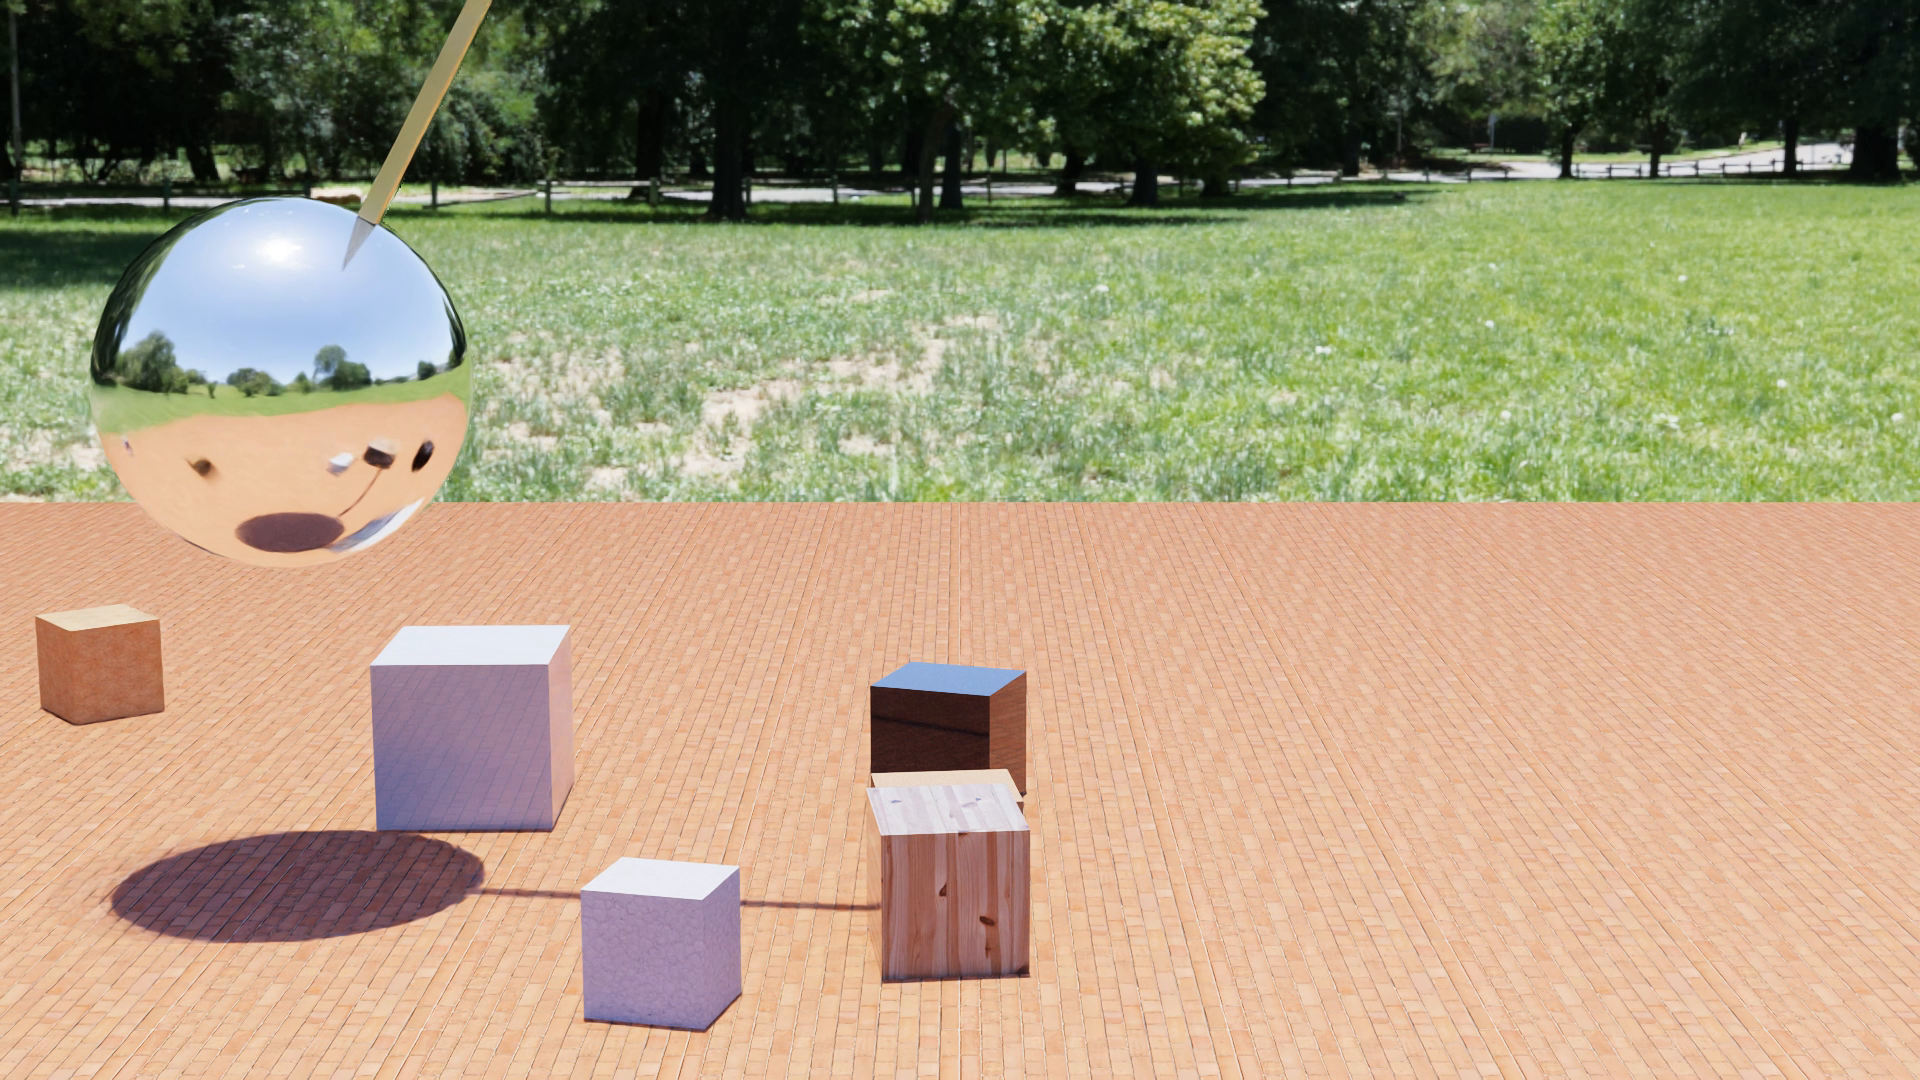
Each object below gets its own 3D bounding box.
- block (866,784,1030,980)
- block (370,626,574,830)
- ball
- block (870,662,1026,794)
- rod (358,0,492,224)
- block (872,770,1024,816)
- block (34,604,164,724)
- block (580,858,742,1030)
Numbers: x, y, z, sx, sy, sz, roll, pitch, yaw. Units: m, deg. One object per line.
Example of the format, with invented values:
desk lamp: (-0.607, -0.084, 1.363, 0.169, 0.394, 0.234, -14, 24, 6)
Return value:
block: (-0.057, 1.370, 10.382, 0.586, 0.589, 0.676, -1, 10, -7)
block: (-2.341, 0.895, 12.422, 0.826, 0.795, 0.854, 0, 10, -2)
ball: (-2.911, -0.678, 11.057, 1.600, 1.600, 1.600, 0, 10, 0)
block: (-0.051, 0.971, 12.517, 0.608, 0.610, 0.554, 4, 11, 20)
rod: (-1.262, -3.603, 10.525, 0.080, 5.200, 0.080, 29, 9, -5)
block: (-0.060, 1.303, 10.976, 0.596, 0.509, 0.507, -1, 10, -7)
block: (-4.804, 0.687, 14.328, 0.502, 0.522, 0.535, -8, 13, -39)
block: (-1.131, 1.527, 9.757, 0.482, 0.504, 0.417, 3, 11, 14)
